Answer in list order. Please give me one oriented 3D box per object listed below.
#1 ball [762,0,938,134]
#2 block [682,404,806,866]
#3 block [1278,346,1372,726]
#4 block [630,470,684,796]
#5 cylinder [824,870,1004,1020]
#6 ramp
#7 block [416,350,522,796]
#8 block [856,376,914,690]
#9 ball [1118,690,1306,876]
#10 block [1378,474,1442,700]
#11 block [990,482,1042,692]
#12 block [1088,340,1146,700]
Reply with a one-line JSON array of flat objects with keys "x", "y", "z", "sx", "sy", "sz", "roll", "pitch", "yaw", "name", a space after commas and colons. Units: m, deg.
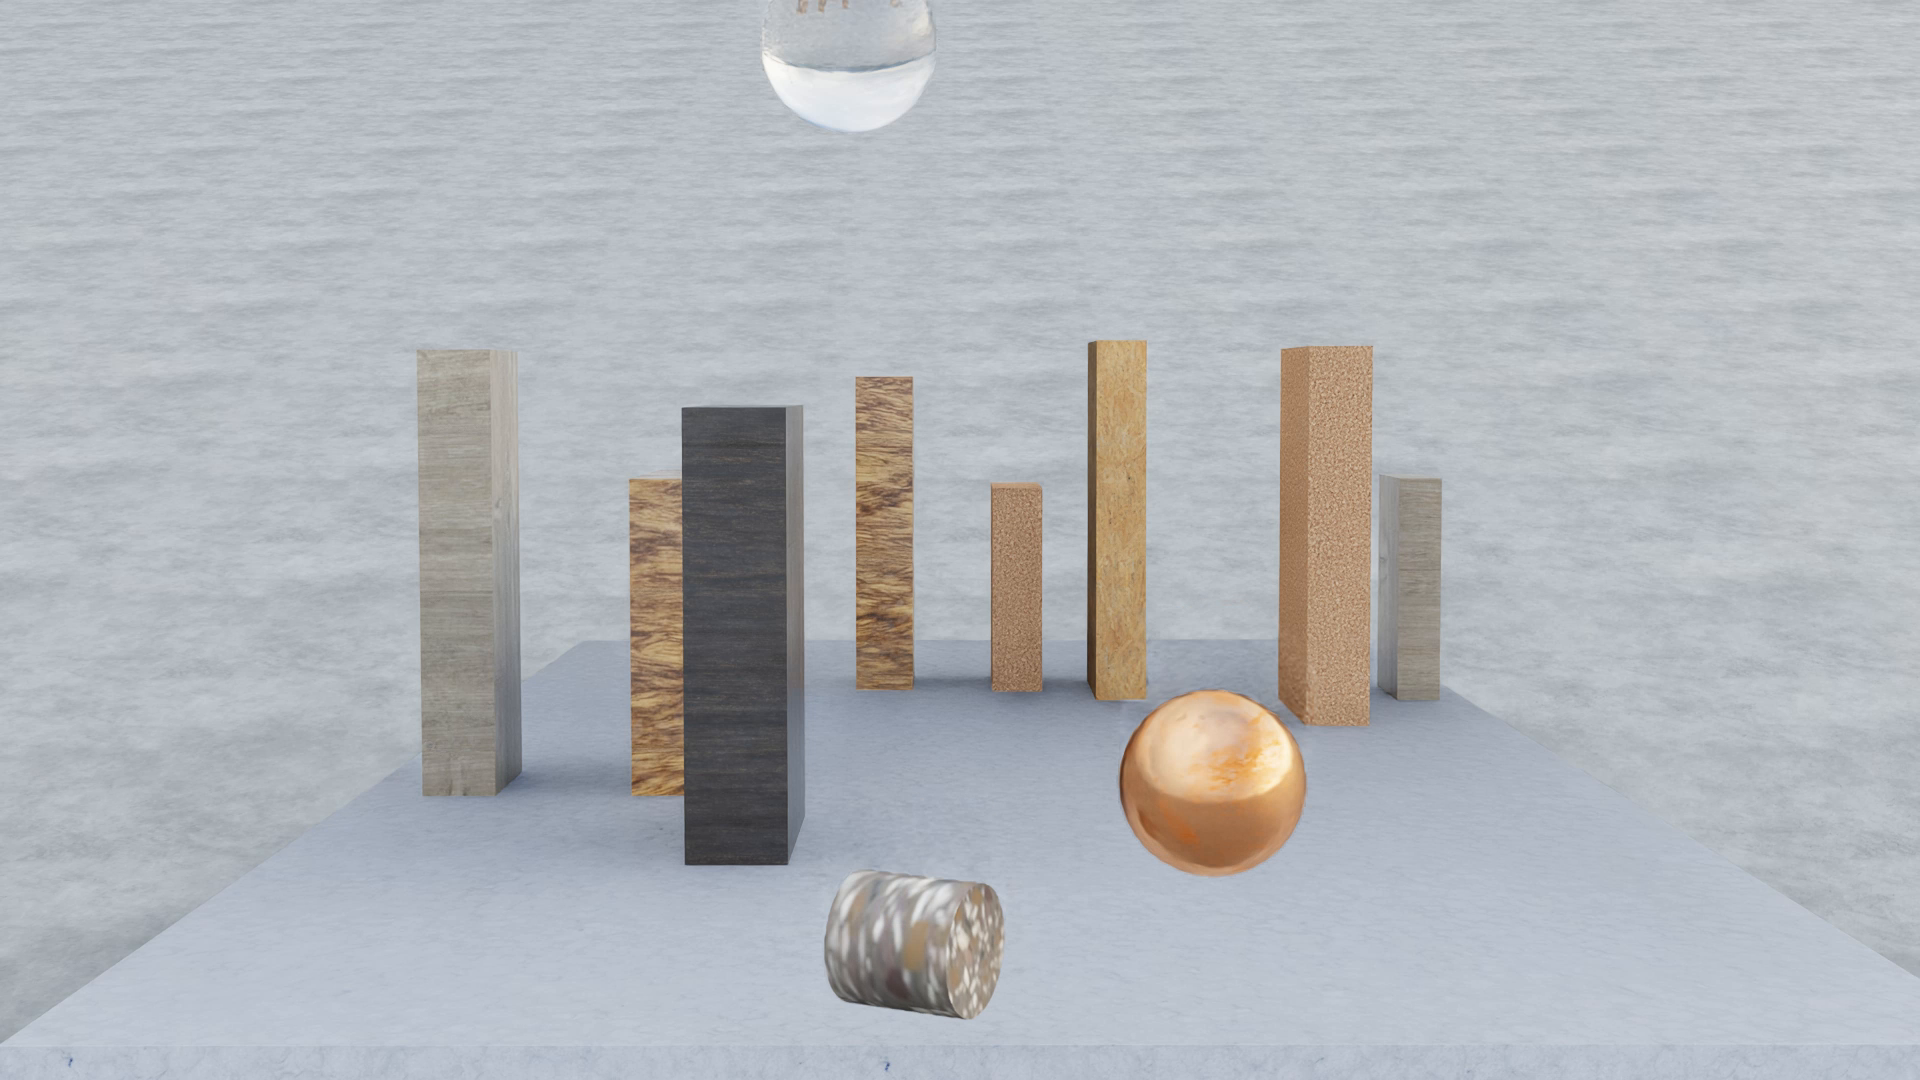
[{"x": -0.113, "y": -0.508, "z": 2.630, "sx": 0.181, "sy": 0.181, "sz": 0.181, "roll": 0, "pitch": 20, "yaw": 0, "name": "ball"}, {"x": -0.304, "y": 0.119, "z": 3.659, "sx": 0.140, "sy": 0.619, "sz": 0.399, "roll": 0, "pitch": 3, "yaw": 0, "name": "block"}, {"x": 0.719, "y": -0.019, "z": 5.080, "sx": 0.119, "sy": 0.721, "sz": 0.427, "roll": 0, "pitch": 3, "yaw": 0, "name": "block"}, {"x": -0.466, "y": 0.141, "z": 4.270, "sx": 0.110, "sy": 0.502, "sz": 0.430, "roll": 0, "pitch": 3, "yaw": 0, "name": "block"}, {"x": -0.043, "y": 0.391, "z": 2.490, "sx": 0.130, "sy": 0.130, "sz": 0.130, "roll": 3, "pitch": 20, "yaw": 26, "name": "cylinder"}, {"x": 0.047, "y": 0.426, "z": 4.533, "sx": 2.000, "sy": 0.100, "sz": 4.000, "roll": 0, "pitch": 3, "yaw": 0, "name": "ramp"}, {"x": -0.793, "y": 0.046, "z": 4.168, "sx": 0.115, "sy": 0.705, "sz": 0.251, "roll": 0, "pitch": 3, "yaw": 0, "name": "block"}, {"x": -0.161, "y": -0.020, "z": 5.567, "sx": 0.120, "sy": 0.666, "sz": 0.248, "roll": 0, "pitch": 3, "yaw": 0, "name": "block"}, {"x": 0.239, "y": 0.230, "z": 2.436, "sx": 0.177, "sy": 0.177, "sz": 0.177, "roll": 0, "pitch": 20, "yaw": 0, "name": "ball"}, {"x": 0.944, "y": 0.094, "z": 5.399, "sx": 0.087, "sy": 0.456, "sz": 0.251, "roll": 0, "pitch": 3, "yaw": 0, "name": "block"}, {"x": 0.121, "y": 0.096, "z": 5.582, "sx": 0.104, "sy": 0.431, "sz": 0.312, "roll": 0, "pitch": 3, "yaw": 0, "name": "block"}, {"x": 0.330, "y": -0.050, "z": 5.442, "sx": 0.102, "sy": 0.739, "sz": 0.360, "roll": 0, "pitch": 3, "yaw": 0, "name": "block"}]
